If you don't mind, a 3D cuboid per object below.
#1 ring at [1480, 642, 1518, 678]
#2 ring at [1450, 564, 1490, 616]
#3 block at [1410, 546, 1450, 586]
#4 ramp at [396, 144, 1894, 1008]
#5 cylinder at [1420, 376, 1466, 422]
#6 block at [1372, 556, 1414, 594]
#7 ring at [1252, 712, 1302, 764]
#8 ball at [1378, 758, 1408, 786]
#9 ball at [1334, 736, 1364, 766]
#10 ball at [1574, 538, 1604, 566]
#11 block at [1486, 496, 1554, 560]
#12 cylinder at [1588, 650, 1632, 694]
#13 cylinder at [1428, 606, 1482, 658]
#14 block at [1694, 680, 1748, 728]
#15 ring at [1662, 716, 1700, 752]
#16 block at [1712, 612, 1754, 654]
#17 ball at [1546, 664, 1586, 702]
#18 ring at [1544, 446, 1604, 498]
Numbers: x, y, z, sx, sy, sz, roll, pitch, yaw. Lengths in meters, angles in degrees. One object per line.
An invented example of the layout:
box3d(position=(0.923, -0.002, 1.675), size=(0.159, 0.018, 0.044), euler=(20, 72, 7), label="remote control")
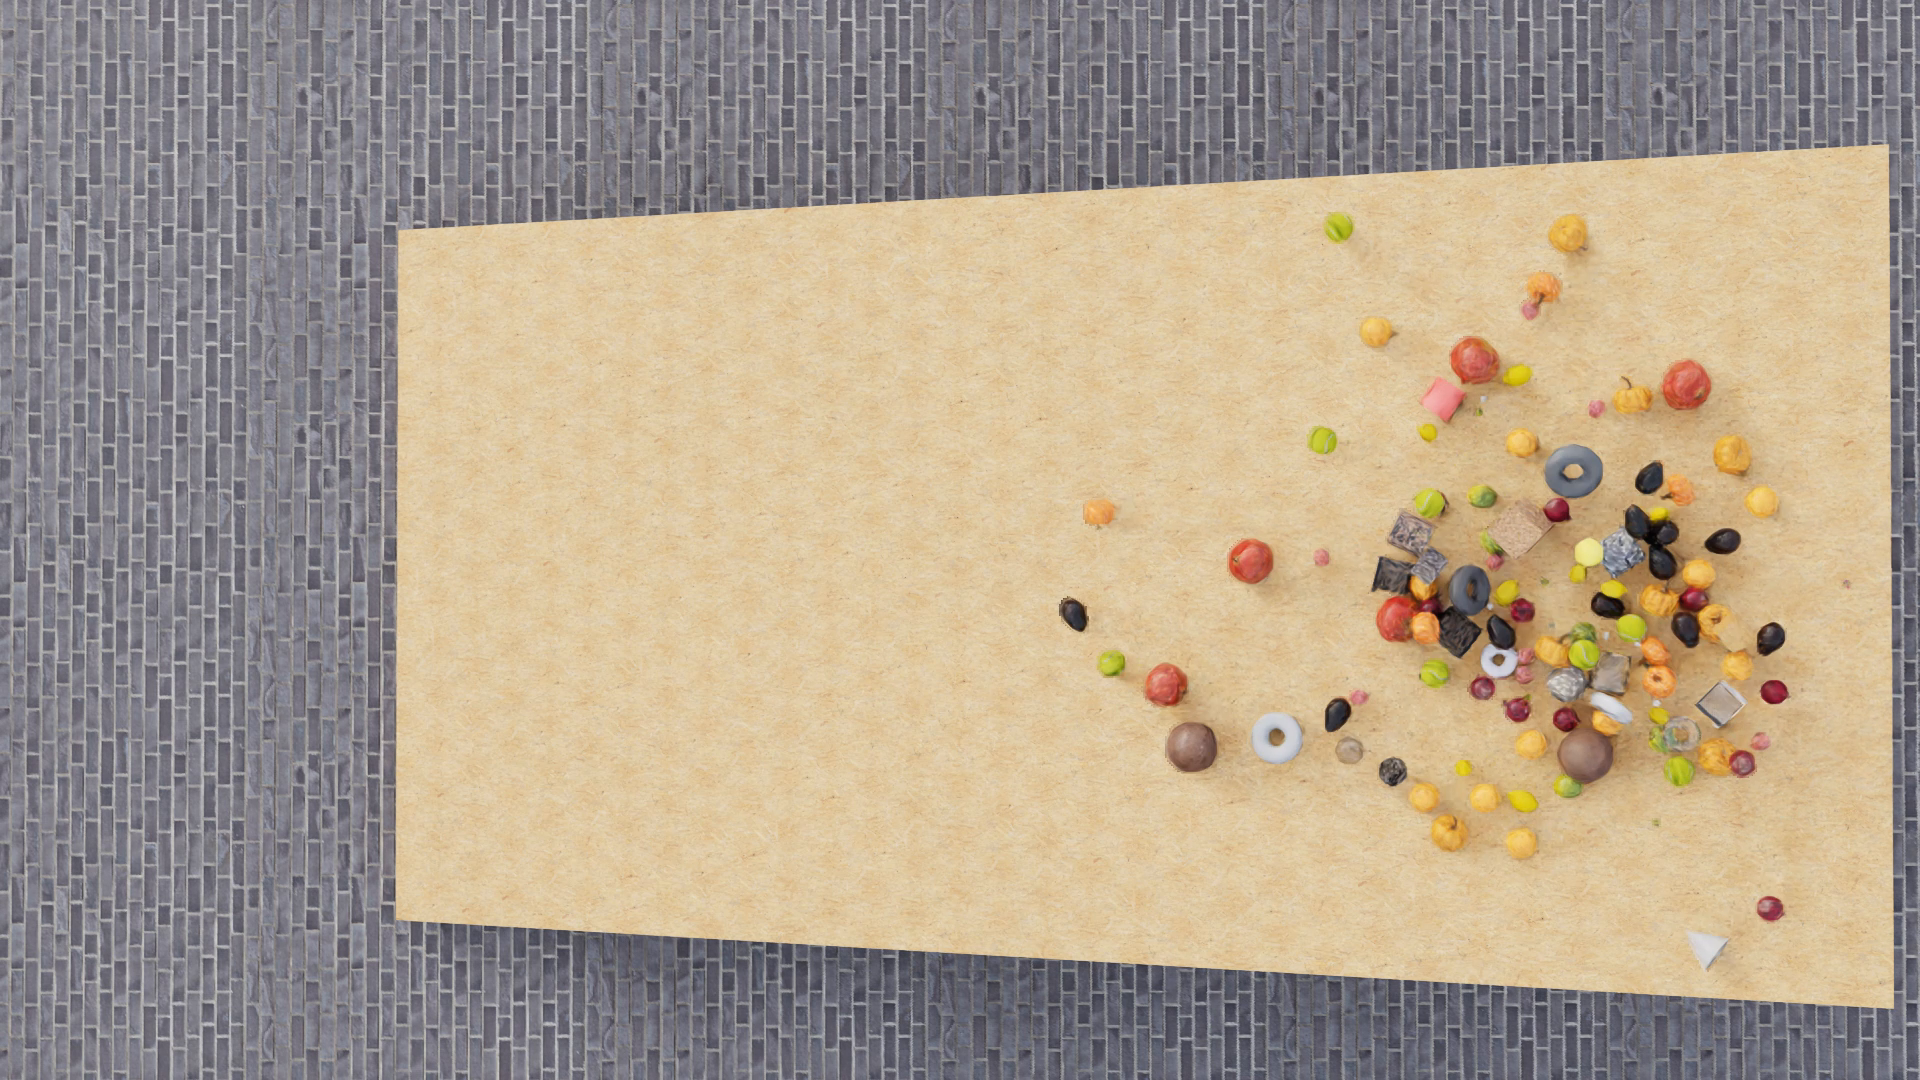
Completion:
box3d(position=(1.312, 0.292, 5.355), size=(0.089, 0.030, 0.089), euler=(-3, 82, 20), label="ring")
box3d(position=(1.231, 0.121, 5.310), size=(0.126, 0.042, 0.126), euler=(0, 91, -35), label="ring")
box3d(position=(1.140, 0.063, 5.338), size=(0.058, 0.058, 0.058), euler=(40, 50, 9), label="block")
box3d(position=(0.278, 0.091, 5.780), size=(4.000, 0.100, 2.000), euler=(0, 89, 19), label="ramp")
box3d(position=(1.182, -0.346, 5.382), size=(0.082, 0.082, 0.082), euler=(34, 100, 0), label="cylinder")
box3d(position=(1.069, 0.087, 5.417), size=(0.077, 0.077, 0.077), euler=(14, 94, 19), label="block")
box3d(position=(0.796, 0.496, 5.522), size=(0.132, 0.044, 0.132), euler=(-1, 87, 22), label="ring")
box3d(position=(1.061, 0.567, 5.390), size=(0.071, 0.071, 0.071), euler=(0, 89, 0), label="ball")
box3d(position=(0.965, 0.523, 5.450), size=(0.072, 0.072, 0.072), euler=(0, 89, 0), label="ball")
box3d(position=(1.484, 0.030, 5.189), size=(0.067, 0.067, 0.067), euler=(0, 89, 0), label="ball")
box3d(position=(1.350, -0.028, 5.296), size=(0.099, 0.099, 0.099), euler=(46, 123, 12), label="block")
box3d(position=(1.549, 0.315, 5.245), size=(0.088, 0.088, 0.088), euler=(10, 92, 0), label="cylinder")
box3d(position=(1.202, 0.224, 5.341), size=(0.092, 0.092, 0.092), euler=(38, 89, 6), label="cylinder")
box3d(position=(1.787, 0.384, 5.160), size=(0.076, 0.076, 0.076), euler=(46, 112, 21), label="block")
box3d(position=(1.688, 0.456, 5.147), size=(0.088, 0.029, 0.088), euler=(2, 98, 18), label="ring")
box3d(position=(1.794, 0.216, 5.106), size=(0.060, 0.060, 0.060), euler=(-42, 93, 13), label="block")
box3d(position=(1.455, 0.342, 5.275), size=(0.092, 0.092, 0.092), euler=(0, 89, 0), label="ball")
box3d(position=(1.465, -0.164, 5.252), size=(0.137, 0.046, 0.137), euler=(5, 119, 10), label="ring")
